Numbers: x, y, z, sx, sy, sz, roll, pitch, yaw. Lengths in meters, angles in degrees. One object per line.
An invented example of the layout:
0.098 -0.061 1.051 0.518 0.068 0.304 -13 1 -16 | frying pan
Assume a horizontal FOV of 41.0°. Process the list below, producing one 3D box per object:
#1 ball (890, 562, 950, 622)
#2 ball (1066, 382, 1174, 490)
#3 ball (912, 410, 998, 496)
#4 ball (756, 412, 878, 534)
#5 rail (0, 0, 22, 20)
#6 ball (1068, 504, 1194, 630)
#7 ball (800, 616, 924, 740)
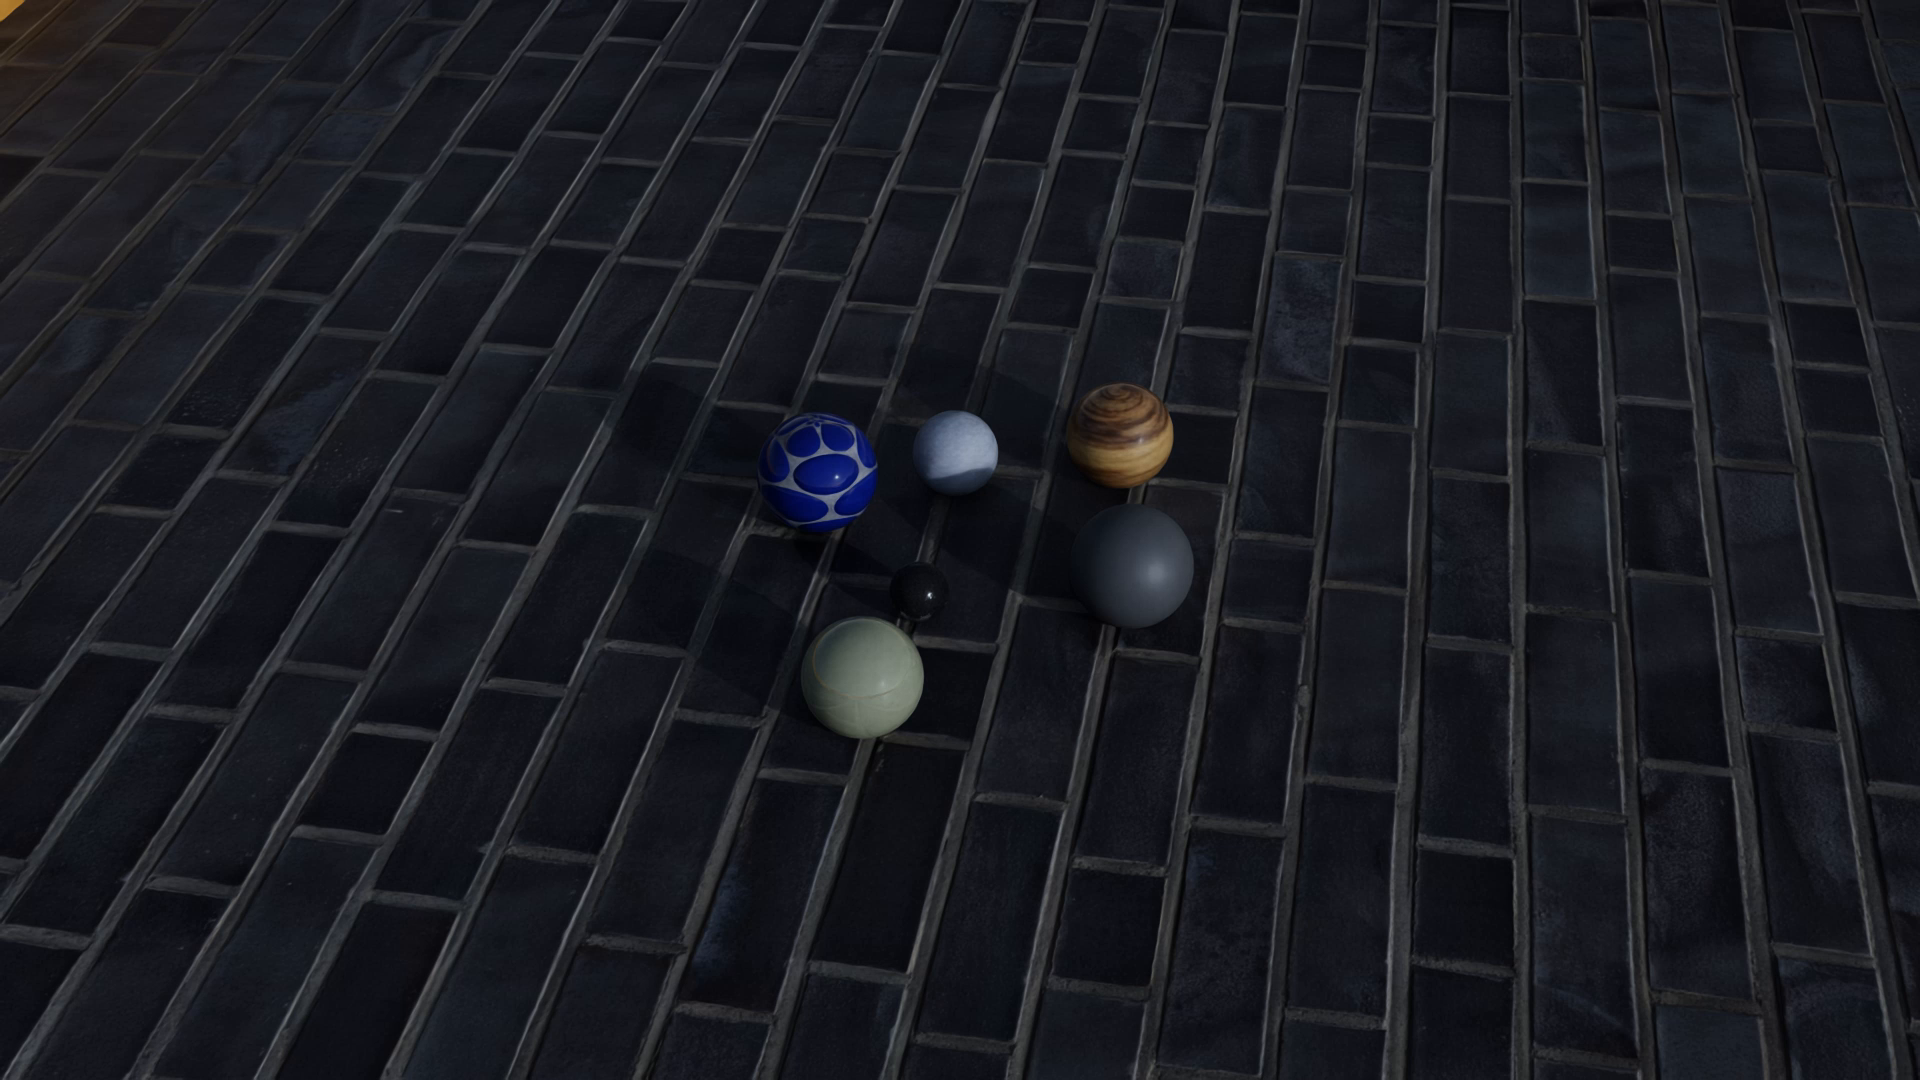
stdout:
-0.027 0.034 1.698 0.040 0.040 0.040 0 35 0 | ball
0.113 -0.074 1.819 0.076 0.076 0.076 0 35 0 | ball
-0.003 -0.061 1.814 0.061 0.061 0.061 0 35 0 | ball
-0.099 -0.047 1.774 0.084 0.084 0.084 0 35 0 | ball
-1.036 -0.120 1.854 0.045 0.109 2.246 6 36 8 | rail
0.113 0.017 1.685 0.083 0.083 0.083 0 35 0 | ball
-0.061 0.085 1.594 0.077 0.077 0.077 0 35 0 | ball
